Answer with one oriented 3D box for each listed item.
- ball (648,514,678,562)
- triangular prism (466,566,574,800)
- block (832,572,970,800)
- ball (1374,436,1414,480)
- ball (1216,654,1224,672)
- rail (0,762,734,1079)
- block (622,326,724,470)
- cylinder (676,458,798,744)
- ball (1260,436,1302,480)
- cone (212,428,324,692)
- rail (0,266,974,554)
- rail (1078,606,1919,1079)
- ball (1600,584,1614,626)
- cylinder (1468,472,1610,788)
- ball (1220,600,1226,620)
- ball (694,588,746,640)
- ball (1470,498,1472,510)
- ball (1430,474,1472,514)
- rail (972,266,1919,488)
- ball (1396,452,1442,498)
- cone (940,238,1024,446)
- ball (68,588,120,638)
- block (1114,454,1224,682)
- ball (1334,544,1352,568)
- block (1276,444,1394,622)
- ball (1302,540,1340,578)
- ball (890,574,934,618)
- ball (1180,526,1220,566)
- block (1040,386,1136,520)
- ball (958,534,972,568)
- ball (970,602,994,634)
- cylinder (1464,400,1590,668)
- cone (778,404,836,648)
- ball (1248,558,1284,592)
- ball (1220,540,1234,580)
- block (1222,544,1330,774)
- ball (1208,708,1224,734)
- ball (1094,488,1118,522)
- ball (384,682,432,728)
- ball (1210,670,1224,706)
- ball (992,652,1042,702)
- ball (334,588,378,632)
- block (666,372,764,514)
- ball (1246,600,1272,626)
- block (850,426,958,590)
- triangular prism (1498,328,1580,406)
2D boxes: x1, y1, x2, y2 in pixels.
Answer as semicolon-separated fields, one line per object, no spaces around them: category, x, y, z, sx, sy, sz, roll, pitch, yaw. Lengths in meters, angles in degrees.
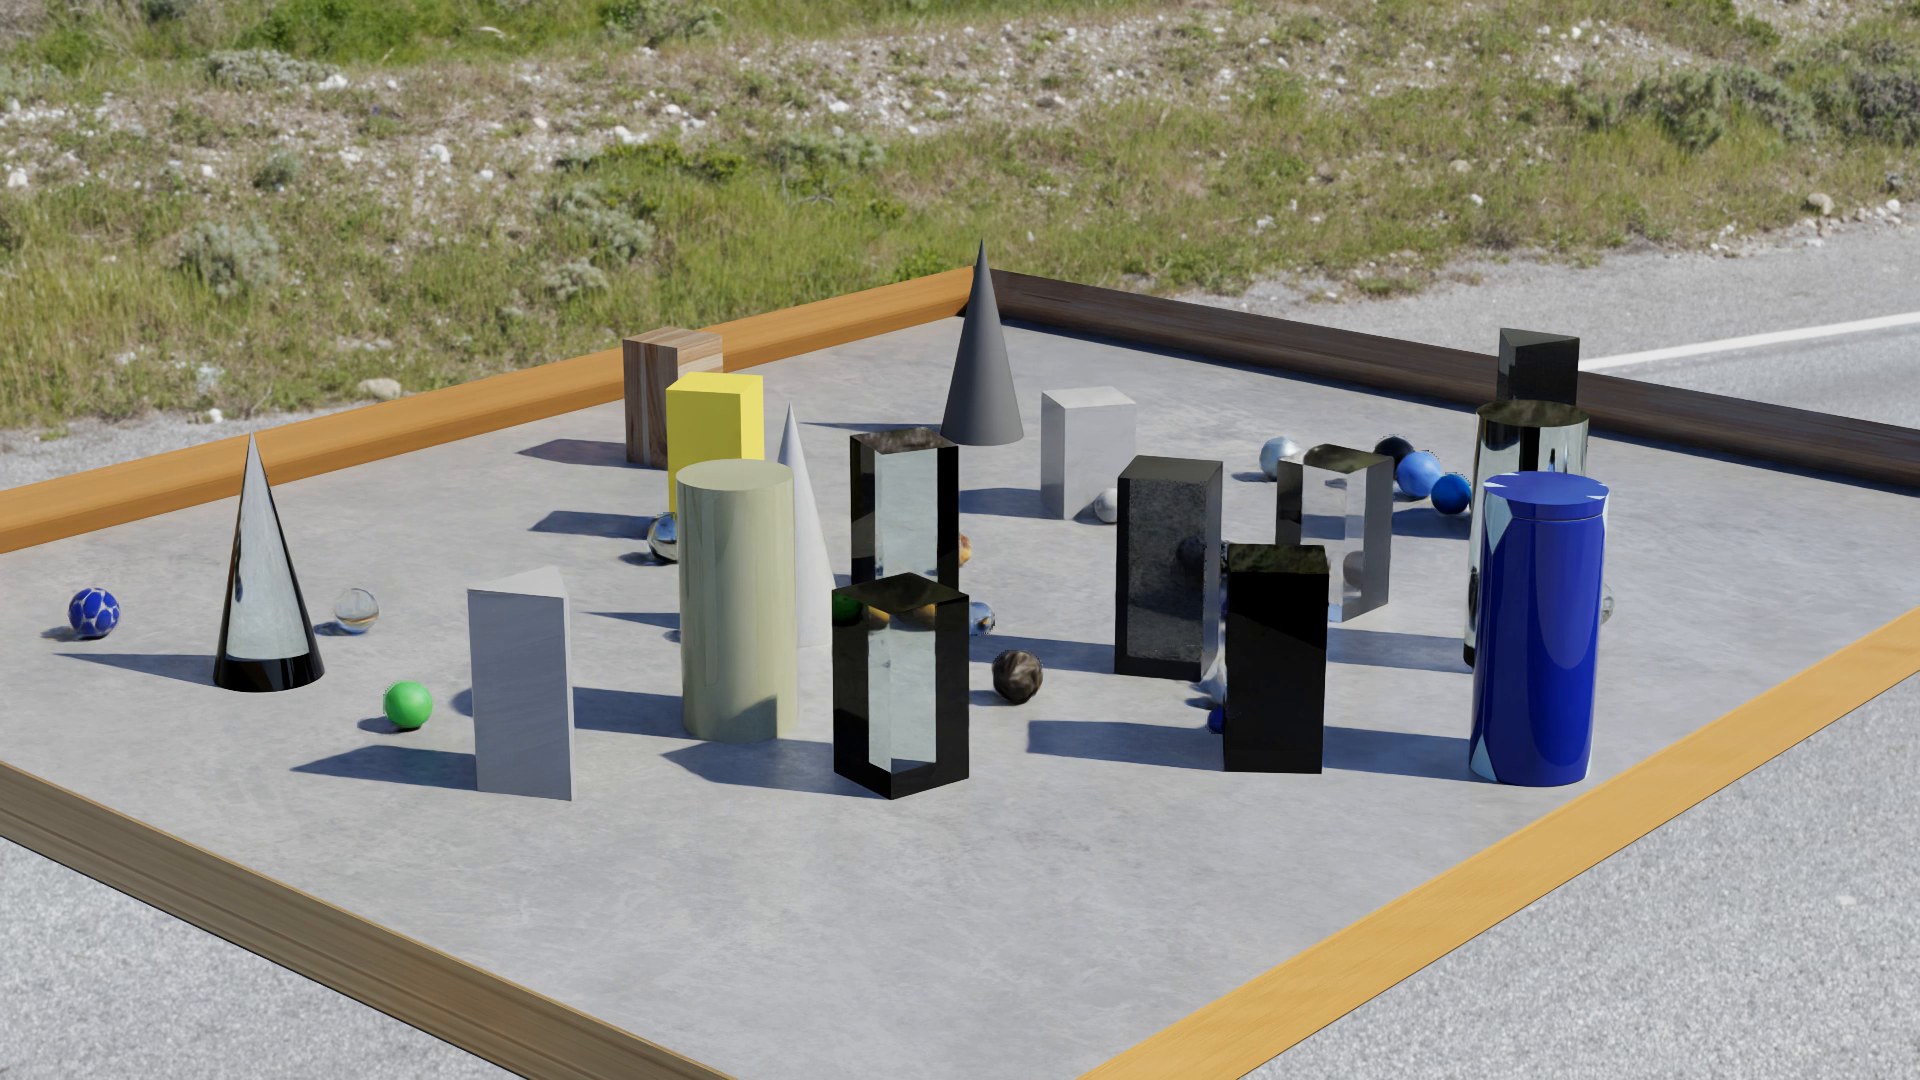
ball;-0.521;-0.004;5.282;0.086;0.086;0.086;0;17;0
triangular prism;-0.606;0.202;4.227;0.153;0.306;0.133;5;18;15
block;-0.086;0.209;4.245;0.141;0.280;0.141;-13;21;-36
ball;0.859;-0.161;5.801;0.086;0.086;0.086;0;17;0
ball;0.439;0.205;4.627;0.067;0.067;0.067;0;17;0
rail;-1.113;0.401;3.895;2.906;0.115;0.045;14;22;39
block;-0.577;-0.286;5.923;0.141;0.254;0.141;11;20;33
cylinder;-0.336;0.091;4.437;0.177;0.396;0.177;0;17;0
ball;0.635;-0.162;5.806;0.085;0.085;0.085;0;17;0
cone;-1.109;0.019;4.649;0.177;0.410;0.177;0;17;0
rail;-1.079;-0.243;6.019;0.045;0.115;3.442;14;22;39
rail;1.079;0.301;4.225;0.045;0.115;3.442;14;22;39
ball;1.053;0.106;4.919;0.087;0.087;0.087;0;17;0
cylinder;0.839;0.129;4.261;0.177;0.426;0.177;0;17;0
ball;0.462;0.117;4.956;0.044;0.044;0.044;0;17;0
ball;-0.397;0.124;4.863;0.085;0.085;0.085;0;17;0
ball;0.989;-0.066;5.556;0.046;0.046;0.046;0;17;0
ball;0.931;-0.086;5.565;0.076;0.076;0.076;0;17;0
rail;1.113;-0.343;6.348;2.906;0.115;0.045;14;22;39
ball;0.889;-0.126;5.682;0.088;0.088;0.088;0;17;0
cone;0.046;-0.422;6.079;0.177;0.423;0.177;0;17;0
ball;-1.441;0.120;4.878;0.083;0.083;0.083;0;17;0
block;0.335;0.044;4.707;0.141;0.328;0.141;5;18;15
ball;0.681;0.028;5.250;0.043;0.043;0.043;0;17;0
block;0.639;-0.014;5.013;0.141;0.261;0.141;14;22;39
ball;0.637;0.034;5.190;0.067;0.067;0.067;0;17;0
ball;-0.081;0.096;4.972;0.075;0.075;0.075;0;17;0
ball;0.431;0.011;5.263;0.069;0.069;0.069;0;17;0
block;0.244;-0.167;5.591;0.141;0.219;0.141;-5;18;-16
ball;-0.010;0.018;5.249;0.063;0.063;0.063;0;17;0
ball;0.027;0.130;4.894;0.056;0.056;0.056;0;17;0
cylinder;0.908;-0.003;4.712;0.177;0.415;0.177;0;17;0
cone;-0.278;-0.039;4.859;0.177;0.398;0.177;0;17;0
ball;0.534;0.060;5.113;0.061;0.061;0.061;0;17;0
ball;0.469;0.035;5.184;0.068;0.068;0.068;0;17;0
block;0.463;0.174;4.316;0.141;0.307;0.141;1;17;4
ball;0.395;0.274;4.446;0.040;0.040;0.040;0;17;0
ball;0.286;-0.065;5.519;0.066;0.066;0.066;0;17;0
ball;-0.839;0.251;4.465;0.072;0.072;0.072;0;17;0
ball;0.417;0.230;4.561;0.058;0.058;0.058;0;17;0
ball;0.090;0.213;4.579;0.079;0.079;0.079;0;17;0
ball;-1.009;0.118;4.902;0.074;0.074;0.074;0;17;0
block;-0.449;-0.150;5.412;0.141;0.290;0.141;4;17;12
ball;0.503;0.124;4.937;0.042;0.042;0.042;0;17;0
block;-0.096;-0.035;5.049;0.141;0.282;0.141;-8;18;-24
triangular prism;1.035;-0.199;5.436;0.153;0.371;0.133;-9;19;-26
